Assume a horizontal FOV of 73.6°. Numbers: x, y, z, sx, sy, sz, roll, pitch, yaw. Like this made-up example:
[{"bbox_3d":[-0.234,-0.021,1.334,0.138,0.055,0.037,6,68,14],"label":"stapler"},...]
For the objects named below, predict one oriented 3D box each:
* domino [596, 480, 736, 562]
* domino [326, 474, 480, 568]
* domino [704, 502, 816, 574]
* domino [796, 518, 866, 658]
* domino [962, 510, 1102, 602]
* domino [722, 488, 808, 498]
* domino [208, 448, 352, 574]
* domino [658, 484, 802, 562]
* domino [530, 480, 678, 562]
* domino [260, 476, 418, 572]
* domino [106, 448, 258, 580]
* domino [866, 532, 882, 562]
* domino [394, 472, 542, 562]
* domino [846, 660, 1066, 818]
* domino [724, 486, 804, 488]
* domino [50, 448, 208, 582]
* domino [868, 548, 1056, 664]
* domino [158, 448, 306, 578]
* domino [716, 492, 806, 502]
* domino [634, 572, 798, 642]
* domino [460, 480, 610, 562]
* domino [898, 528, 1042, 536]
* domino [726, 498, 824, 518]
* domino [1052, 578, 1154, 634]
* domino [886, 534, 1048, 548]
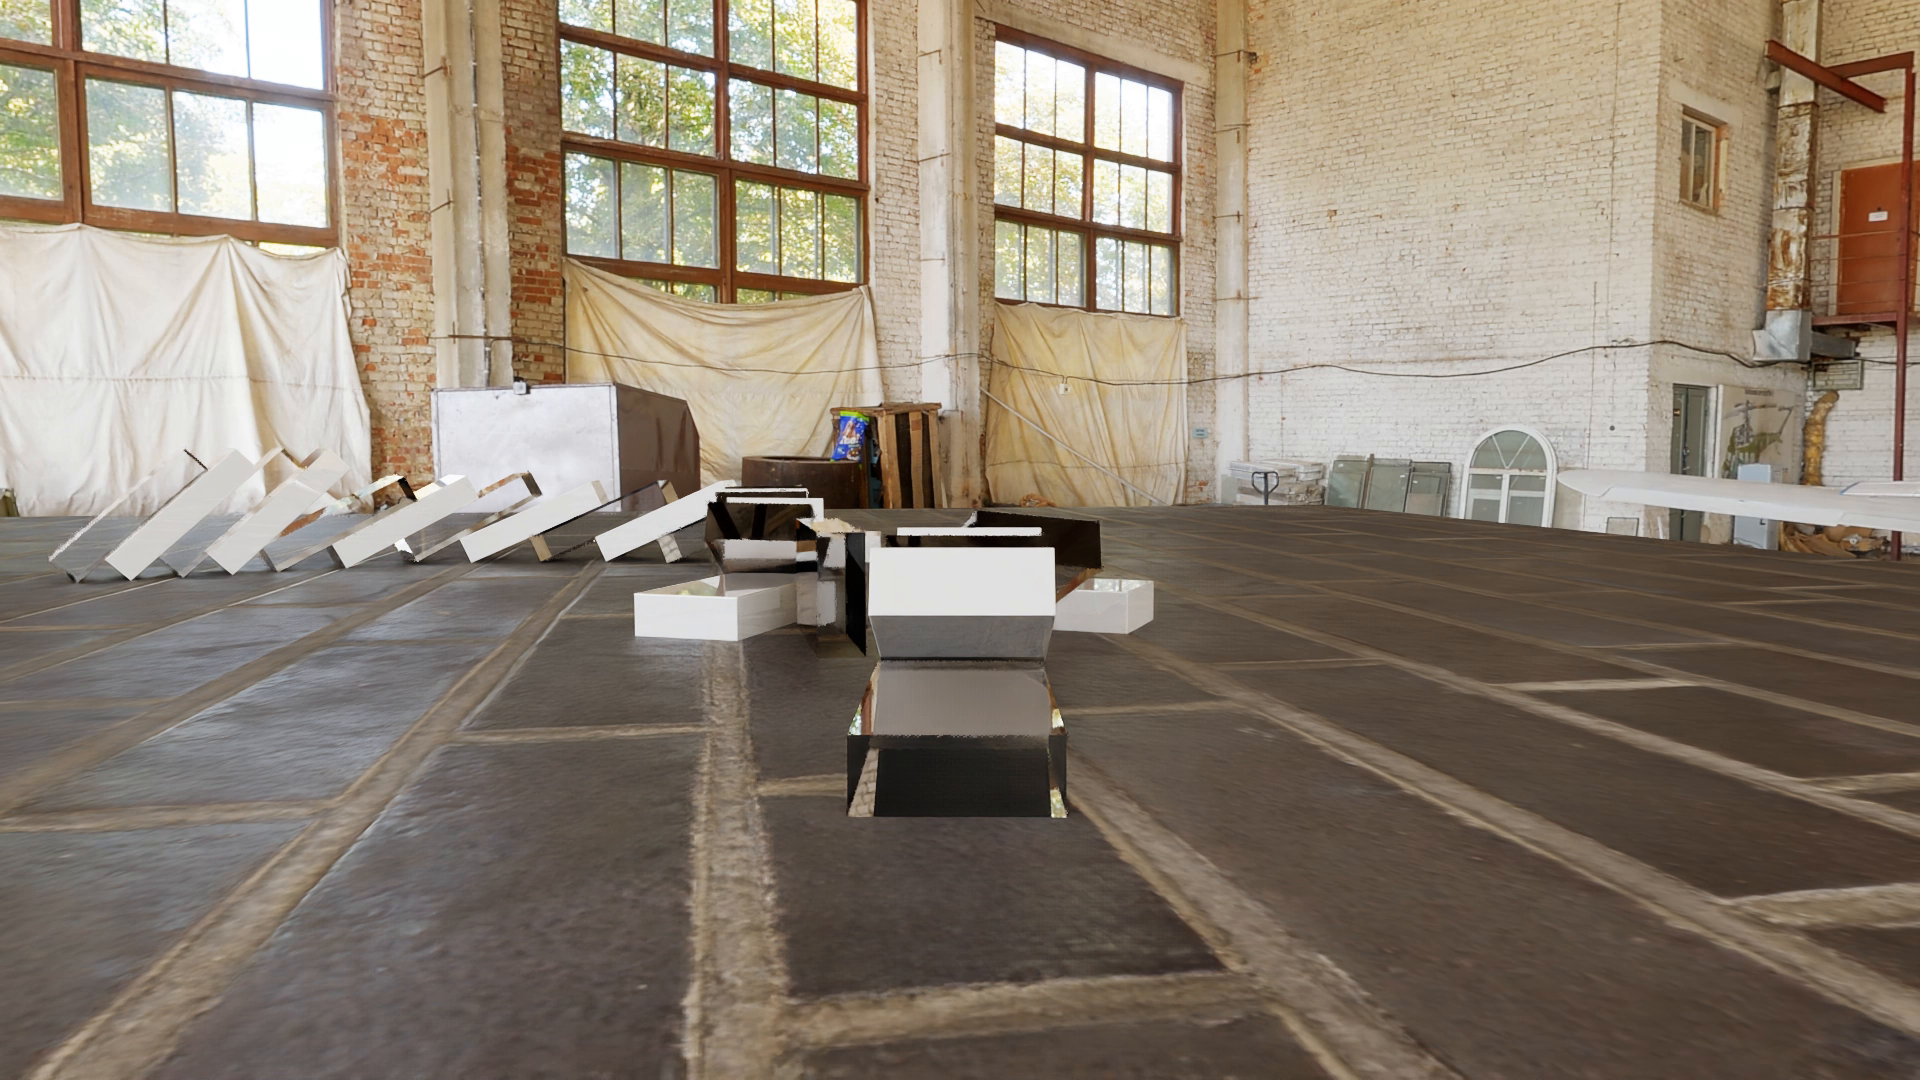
[{"bbox_3d":[-0.106,-0.008,0.473,0.050,0.009,0.025,-24,3,2],"label":"domino"},{"bbox_3d":[-0.200,-0.007,0.459,0.050,0.009,0.025,-34,21,-28],"label":"domino"},{"bbox_3d":[-0.049,0.003,0.331,0.025,0.009,0.050,1,-18,0],"label":"domino"},{"bbox_3d":[-0.029,0.009,0.279,0.009,0.025,0.050,-1,4,-12],"label":"domino"},{"bbox_3d":[0.008,0.007,0.268,0.025,0.009,0.050,5,-19,-15],"label":"domino"},{"bbox_3d":[-0.061,-0.002,0.405,0.025,0.010,0.050,-1,-20,-7],"label":"domino"},{"bbox_3d":[-0.231,-0.011,0.434,0.050,0.009,0.025,-50,29,-22],"label":"domino"},{"bbox_3d":[-0.082,-0.006,0.467,0.050,0.010,0.025,-21,4,9],"label":"domino"},{"bbox_3d":[-0.130,-0.008,0.473,0.050,0.010,0.025,-24,4,-1],"label":"domino"},{"bbox_3d":[-0.217,-0.006,0.446,0.050,0.009,0.025,-34,22,-29],"label":"domino"},{"bbox_3d":[-0.253,-0.009,0.417,0.050,0.010,0.025,-50,29,-22],"label":"domino"},{"bbox_3d":[-0.054,0.002,0.473,0.050,0.009,0.025,0,4,-3],"label":"domino"},{"bbox_3d":[-0.182,-0.009,0.473,0.050,0.009,0.025,-34,19,-28],"label":"domino"},{"bbox_3d":[0.000,0.025,0.171,0.025,0.009,0.050,0,4,0],"label":"domino"},{"bbox_3d":[-0.064,-0.004,0.428,0.025,0.009,0.050,-1,-20,-6],"label":"domino"},{"bbox_3d":[-0.265,-0.009,0.409,0.050,0.009,0.025,-50,29,-22],"label":"domino"},{"bbox_3d":[0.000,0.014,0.196,0.025,0.009,0.050,0,-19,0],"label":"domino"},{"bbox_3d":[-0.242,-0.010,0.425,0.050,0.010,0.025,-50,29,-22],"label":"domino"},{"bbox_3d":[-0.058,-0.001,0.382,0.025,0.009,0.050,-1,-20,-7],"label":"domino"},{"bbox_3d":[-0.053,0.015,0.304,0.025,0.009,0.050,1,4,17],"label":"domino"},{"bbox_3d":[-0.156,-0.007,0.473,0.050,0.009,0.025,-24,7,-6],"label":"domino"},{"bbox_3d":[0.002,0.010,0.246,0.025,0.010,0.050,0,-18,0],"label":"domino"},{"bbox_3d":[-0.053,0.001,0.358,0.025,0.009,0.050,0,-19,-11],"label":"domino"},{"bbox_3d":[0.019,0.015,0.308,0.050,0.009,0.025,2,5,22],"label":"domino"},{"bbox_3d":[0.001,0.012,0.220,0.025,0.010,0.050,0,-19,0],"label":"domino"}]
